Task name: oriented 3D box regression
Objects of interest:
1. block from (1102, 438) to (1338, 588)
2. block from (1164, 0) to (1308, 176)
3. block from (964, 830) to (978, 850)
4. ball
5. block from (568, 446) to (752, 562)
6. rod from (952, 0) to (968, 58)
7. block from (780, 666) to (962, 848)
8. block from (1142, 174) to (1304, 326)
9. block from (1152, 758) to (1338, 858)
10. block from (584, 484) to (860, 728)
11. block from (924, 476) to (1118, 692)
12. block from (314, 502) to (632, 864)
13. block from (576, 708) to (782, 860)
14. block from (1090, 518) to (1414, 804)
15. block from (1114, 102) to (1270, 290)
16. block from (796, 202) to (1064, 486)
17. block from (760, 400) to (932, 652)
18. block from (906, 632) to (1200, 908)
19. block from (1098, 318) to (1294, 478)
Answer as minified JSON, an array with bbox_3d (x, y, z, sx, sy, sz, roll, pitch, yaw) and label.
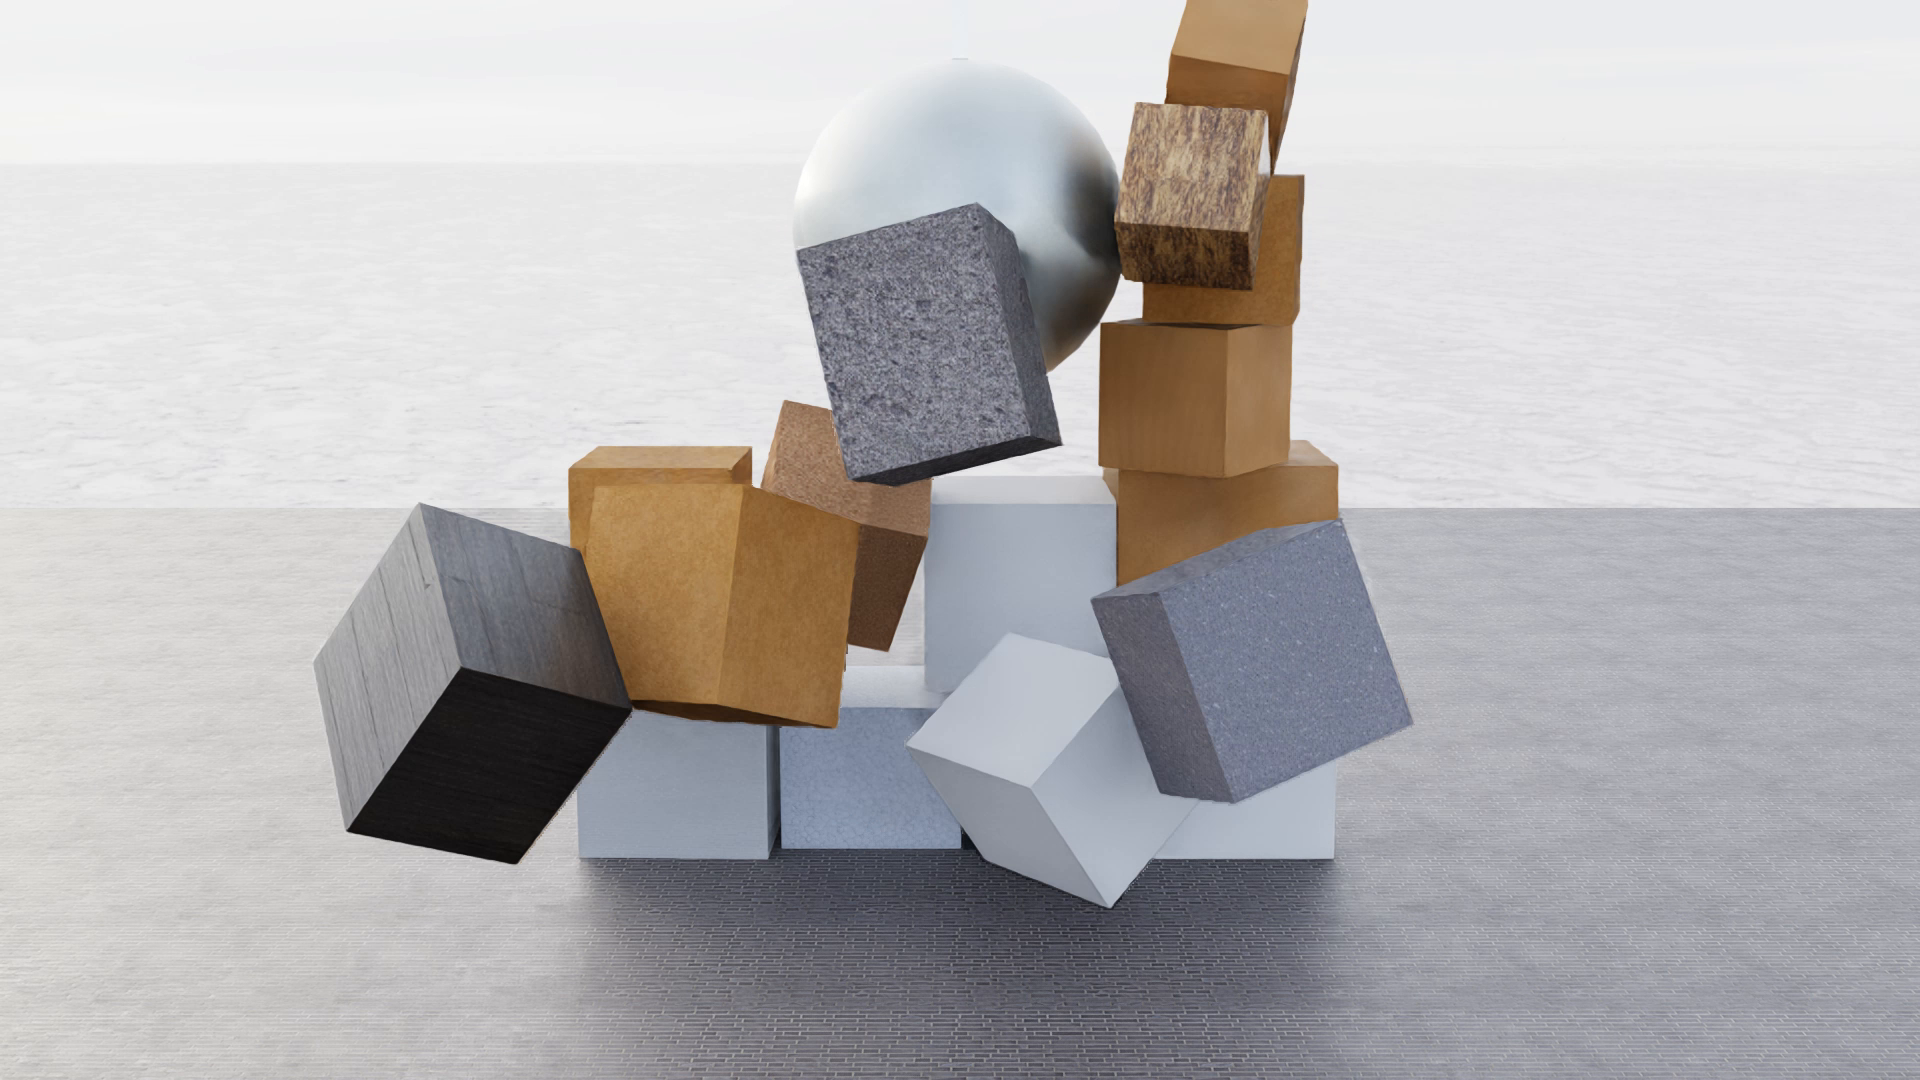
[{"bbox_3d":[1.291,0.035,11.166,1.062,0.971,0.970,0,10,-1],"label":"block"},{"bbox_3d":[1.293,-2.181,10.407,0.549,0.601,0.564,12,51,9],"label":"block"},{"bbox_3d":[0.399,1.071,11.363,0.765,0.827,0.838,0,10,0],"label":"block"},{"bbox_3d":[0.000,-1.475,10.473,1.600,1.600,1.600,0,10,0],"label":"ball"},{"bbox_3d":[-1.494,-0.032,11.135,0.798,0.787,0.812,0,10,2],"label":"block"},{"bbox_3d":[0.000,-4.855,10.107,0.080,5.200,0.080,0,6,0],"label":"rod"},{"bbox_3d":[-0.445,1.112,11.402,0.902,0.732,0.862,0,10,0],"label":"block"},{"bbox_3d":[1.292,-1.432,10.723,0.713,0.688,0.715,3,11,11],"label":"block"},{"bbox_3d":[1.322,0.994,11.351,1.057,0.983,1.122,0,10,0],"label":"block"},{"bbox_3d":[-1.057,0.294,9.552,0.813,0.916,0.842,0,-11,33],"label":"block"},{"bbox_3d":[0.287,0.203,11.211,0.936,0.935,0.908,0,10,-1],"label":"block"},{"bbox_3d":[-1.968,0.581,8.799,0.751,0.915,0.949,19,30,-38],"label":"block"},{"bbox_3d":[-1.404,0.915,11.332,0.941,1.146,1.100,0,10,2],"label":"block"},{"bbox_3d":[1.185,0.492,9.038,0.851,0.880,0.732,-21,3,-18],"label":"block"},{"bbox_3d":[1.061,-1.552,9.954,0.593,0.624,0.522,6,-22,12],"label":"block"},{"bbox_3d":[-0.104,-0.778,9.077,0.753,0.937,0.894,-13,-3,10],"label":"block"},{"bbox_3d":[-0.607,-0.065,10.800,0.760,0.825,0.749,12,44,-9],"label":"block"},{"bbox_3d":[0.432,1.006,9.774,0.847,0.779,0.730,12,52,50],"label":"block"},{"bbox_3d":[1.140,-0.711,10.620,0.674,0.689,0.715,7,12,32],"label":"block"}]
